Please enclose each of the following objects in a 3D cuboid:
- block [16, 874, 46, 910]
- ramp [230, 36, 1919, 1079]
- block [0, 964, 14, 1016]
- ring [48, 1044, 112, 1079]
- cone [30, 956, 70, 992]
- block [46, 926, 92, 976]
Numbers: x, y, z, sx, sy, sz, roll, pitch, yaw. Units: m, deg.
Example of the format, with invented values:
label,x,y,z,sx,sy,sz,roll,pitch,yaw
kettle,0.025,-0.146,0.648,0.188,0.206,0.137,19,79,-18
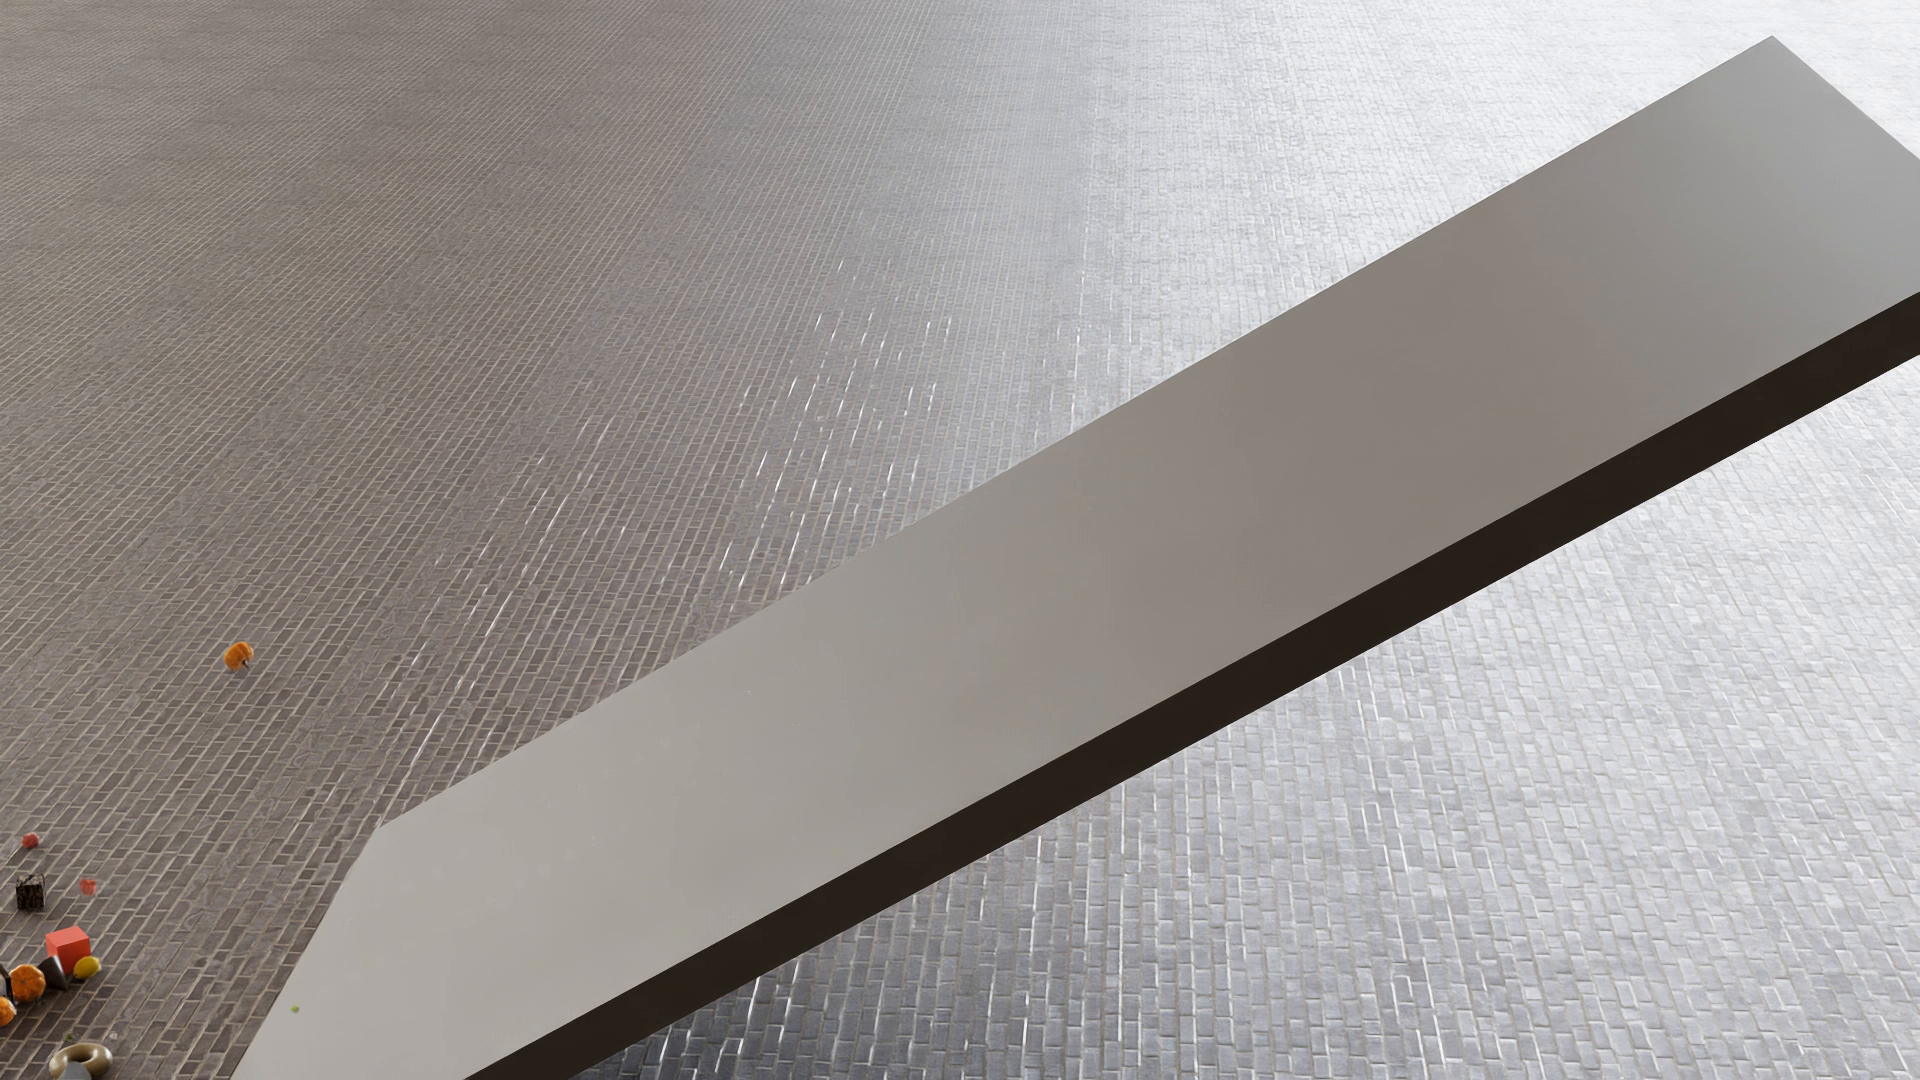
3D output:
label,x,y,z,sx,sy,sz,roll,pitch,yaw
block,-2.351,0.889,7.444,0.064,0.064,0.064,-4,20,-11
ramp,0.141,0.169,6.289,4.000,0.100,2.000,-29,15,13
block,-2.285,1.062,6.908,0.094,0.094,0.094,-12,23,-30
ring,-1.985,1.182,6.640,0.140,0.047,0.140,-1,20,0
cone,-2.154,1.052,7.020,0.086,0.086,0.086,37,33,17
block,-2.158,0.995,7.121,0.080,0.080,0.080,-14,24,-34
